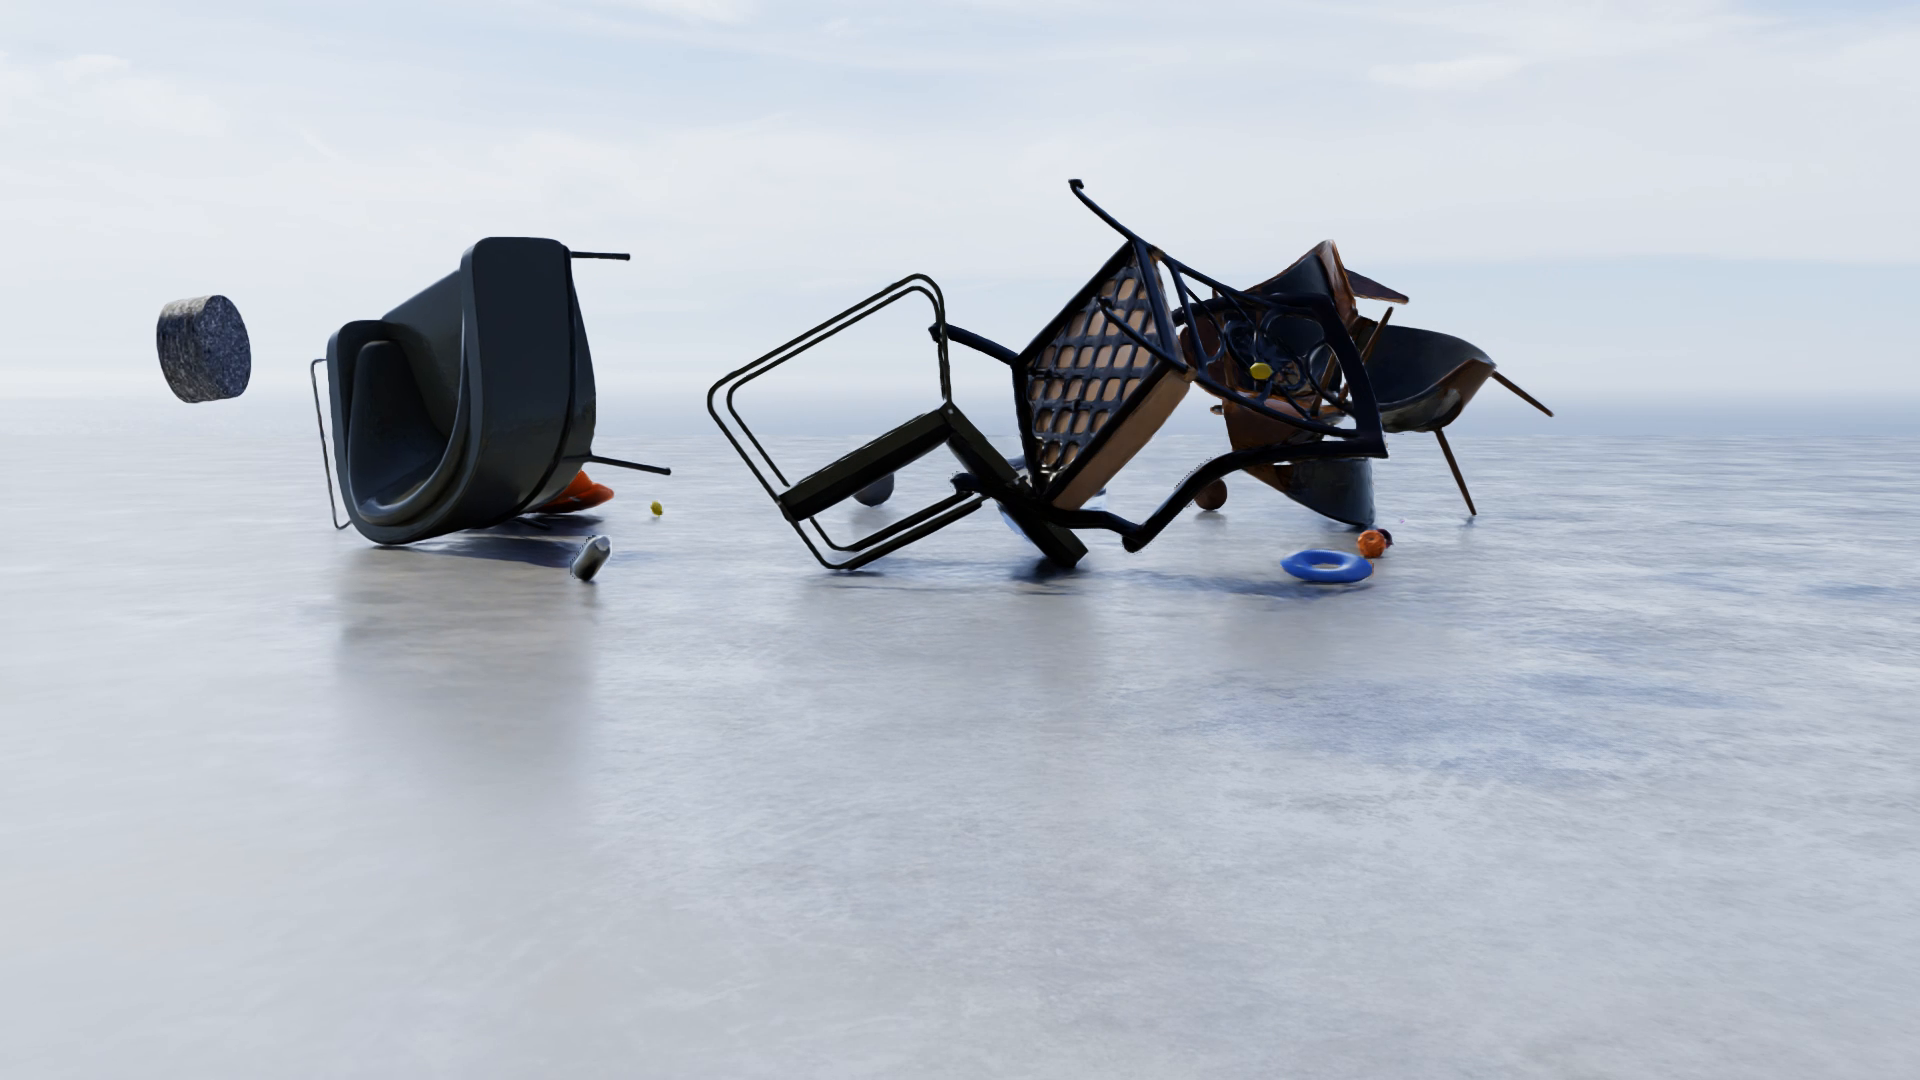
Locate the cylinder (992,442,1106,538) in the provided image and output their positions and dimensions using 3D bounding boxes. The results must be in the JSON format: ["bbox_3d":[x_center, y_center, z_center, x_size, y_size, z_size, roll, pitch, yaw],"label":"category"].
[{"bbox_3d":[0.265,-0.146,6.541,0.247,0.258,0.206,-13,27,39],"label":"cylinder"}]

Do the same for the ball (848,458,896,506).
[{"bbox_3d":[-0.340,-0.221,8.432,0.182,0.182,0.182,0,4,0],"label":"ball"}]

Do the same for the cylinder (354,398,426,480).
[{"bbox_3d":[-1.841,-0.327,7.102,0.178,0.230,0.169,-14,1,28],"label":"cylinder"}]

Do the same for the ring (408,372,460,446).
[{"bbox_3d":[-1.844,-0.458,7.706,0.104,0.266,0.413,-5,-3,3],"label":"ring"}]

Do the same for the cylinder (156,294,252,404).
[{"bbox_3d":[-1.766,-0.447,5.143,0.106,0.243,0.268,-7,9,6],"label":"cylinder"}]

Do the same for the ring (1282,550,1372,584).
[{"bbox_3d":[0.849,0.061,5.098,0.242,0.086,0.039,6,-36,40],"label":"ring"}]
